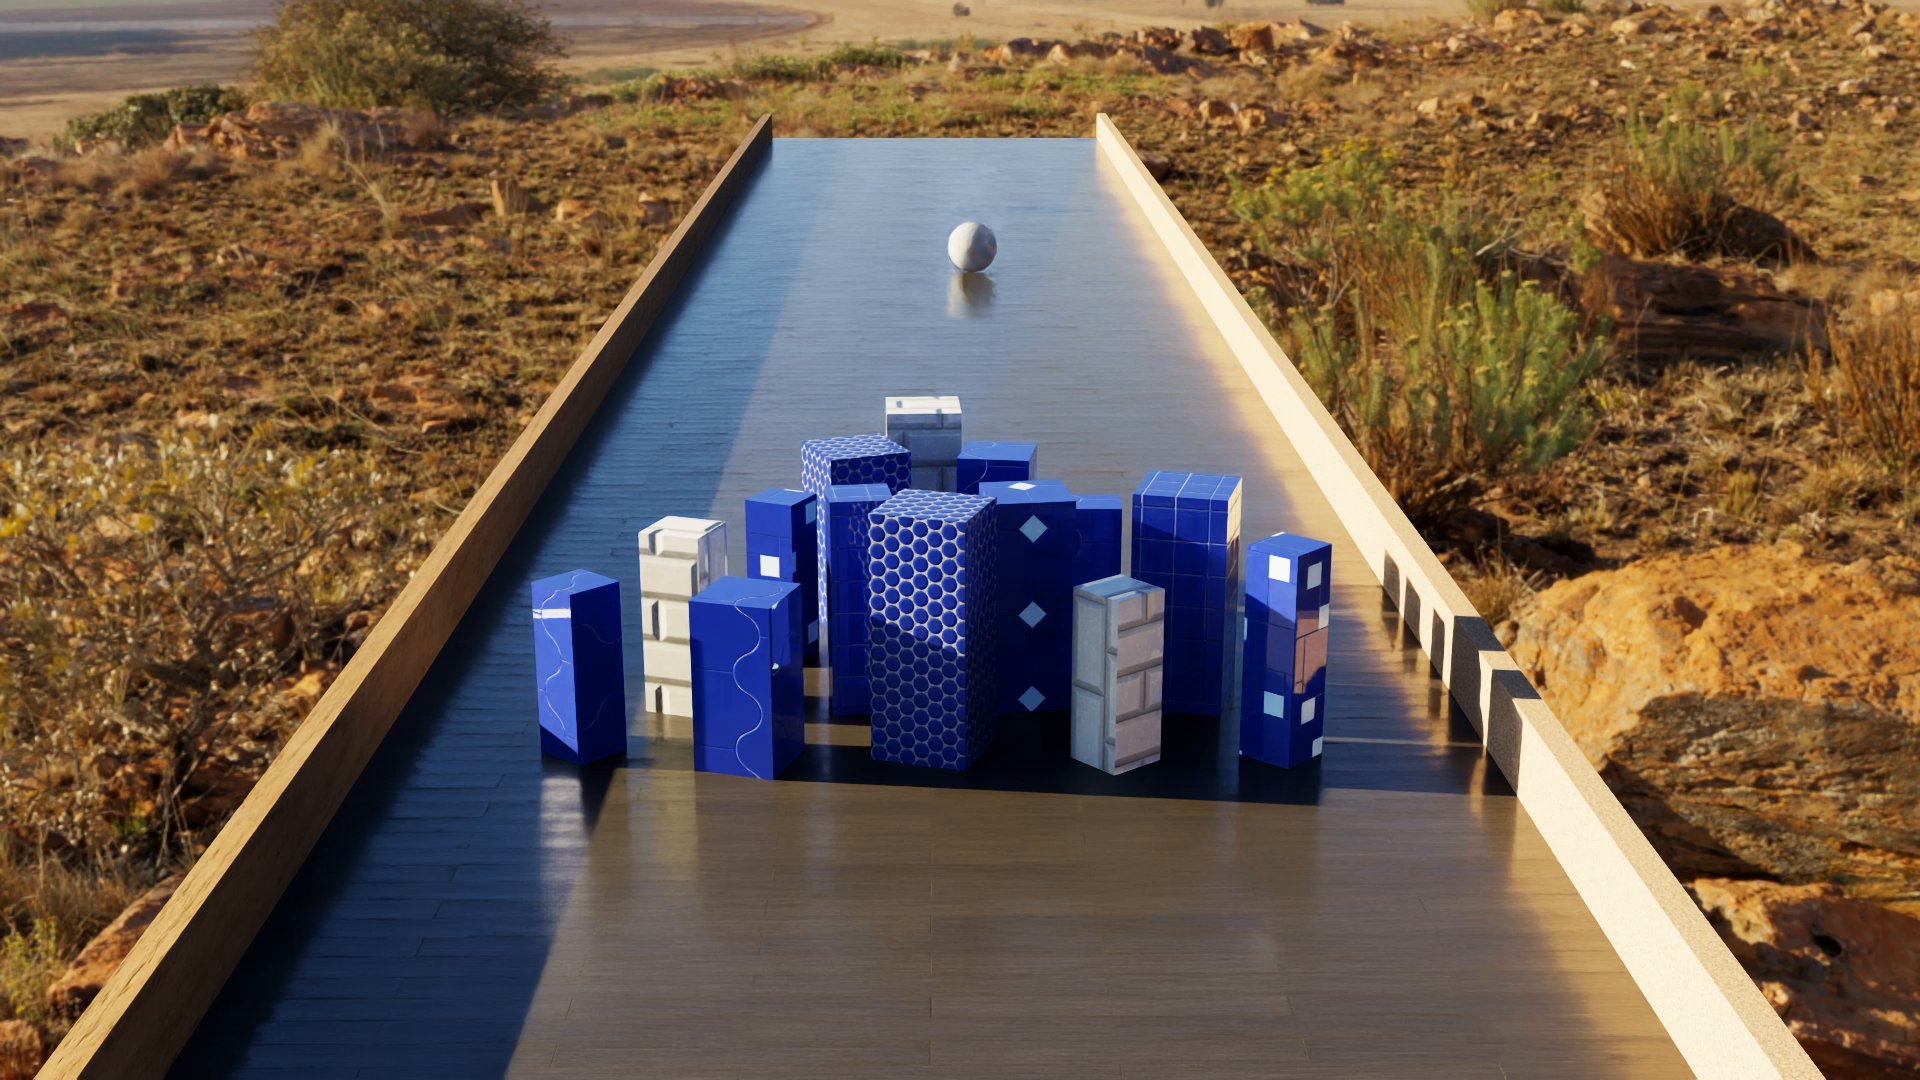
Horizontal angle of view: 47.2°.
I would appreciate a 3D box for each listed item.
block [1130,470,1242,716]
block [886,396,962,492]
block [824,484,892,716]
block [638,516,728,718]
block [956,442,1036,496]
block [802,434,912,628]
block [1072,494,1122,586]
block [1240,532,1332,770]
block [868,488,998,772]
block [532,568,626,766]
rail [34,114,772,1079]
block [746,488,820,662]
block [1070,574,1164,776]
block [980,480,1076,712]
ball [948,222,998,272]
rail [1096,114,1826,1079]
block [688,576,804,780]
[{"bbox_3d":[0.425,0.099,4.160,0.177,0.419,0.177,4,17,14],"label":"block"},{"bbox_3d":[-0.081,-0.101,4.857,0.160,0.404,0.160,-1,17,-3],"label":"block"},{"bbox_3d":[-0.187,0.111,4.126,0.117,0.414,0.117,-2,17,-8],"label":"block"},{"bbox_3d":[-0.514,0.144,4.128,0.120,0.351,0.120,6,18,19],"label":"block"},{"bbox_3d":[0.078,-0.014,4.644,0.149,0.359,0.149,2,17,8],"label":"block"},{"bbox_3d":[-0.217,-0.017,4.633,0.176,0.371,0.176,-7,18,-22],"label":"block"},{"bbox_3d":[0.266,0.079,4.396,0.103,0.322,0.103,0,17,0],"label":"block"},{"bbox_3d":[0.574,0.195,3.885,0.105,0.392,0.105,15,22,40],"label":"block"},{"bbox_3d":[-0.046,0.157,3.904,0.176,0.454,0.176,6,17,18],"label":"block"},{"bbox_3d":[-0.677,0.225,3.913,0.109,0.317,0.109,15,22,41],"label":"block"},{"bbox_3d":[-1.118,-0.838,7.780,0.050,0.150,12.000,0,17,-1],"label":"rail"},{"bbox_3d":[-0.354,0.074,4.395,0.103,0.333,0.103,8,18,24],"label":"block"},{"bbox_3d":[0.276,0.236,3.873,0.113,0.319,0.113,-14,21,-38],"label":"block"},{"bbox_3d":[0.125,0.105,4.159,0.156,0.407,0.156,-2,17,-8],"label":"block"},{"bbox_3d":[0.050,-1.178,8.836,0.200,0.200,0.200,0,17,0],"label":"ball"},{"bbox_3d":[0.932,-0.844,7.801,0.050,0.150,12.000,0,17,-1],"label":"rail"},{"bbox_3d":[-0.373,0.241,3.868,0.149,0.313,0.149,5,17,17],"label":"block"}]
